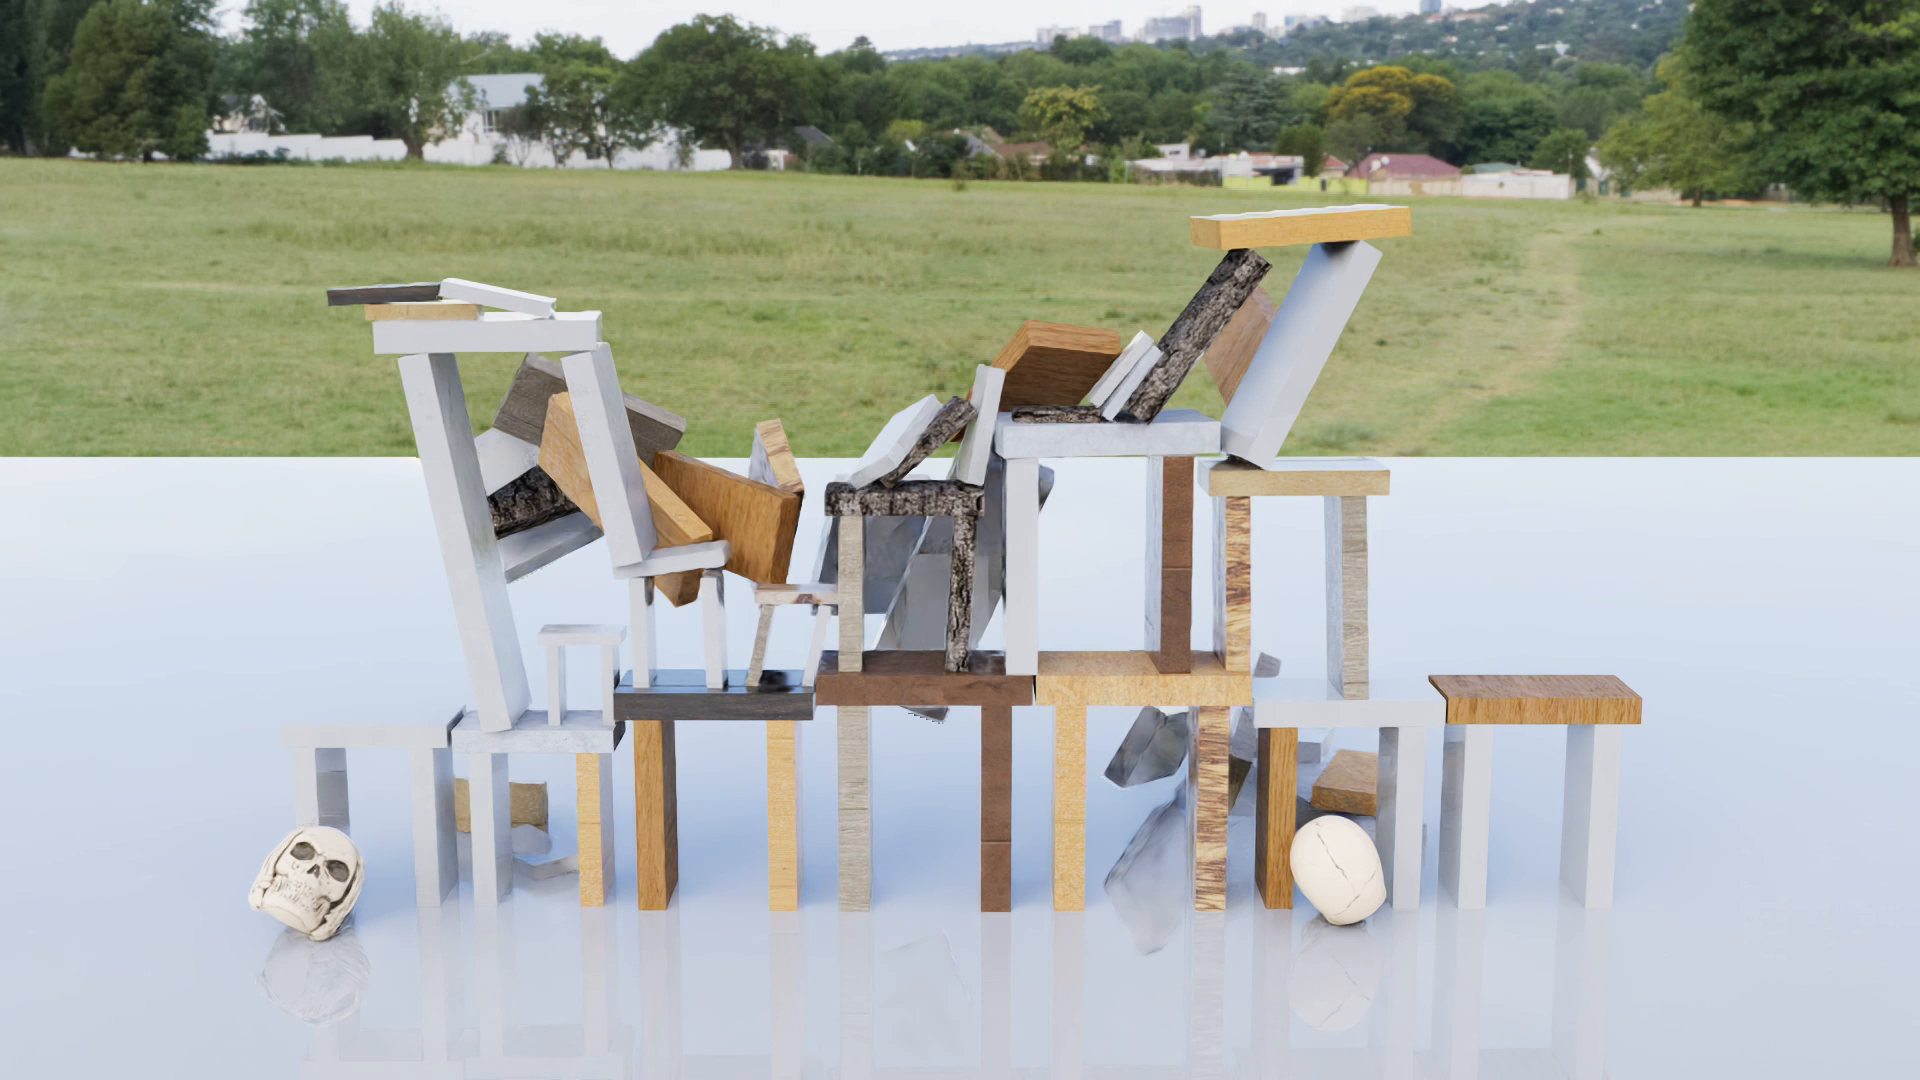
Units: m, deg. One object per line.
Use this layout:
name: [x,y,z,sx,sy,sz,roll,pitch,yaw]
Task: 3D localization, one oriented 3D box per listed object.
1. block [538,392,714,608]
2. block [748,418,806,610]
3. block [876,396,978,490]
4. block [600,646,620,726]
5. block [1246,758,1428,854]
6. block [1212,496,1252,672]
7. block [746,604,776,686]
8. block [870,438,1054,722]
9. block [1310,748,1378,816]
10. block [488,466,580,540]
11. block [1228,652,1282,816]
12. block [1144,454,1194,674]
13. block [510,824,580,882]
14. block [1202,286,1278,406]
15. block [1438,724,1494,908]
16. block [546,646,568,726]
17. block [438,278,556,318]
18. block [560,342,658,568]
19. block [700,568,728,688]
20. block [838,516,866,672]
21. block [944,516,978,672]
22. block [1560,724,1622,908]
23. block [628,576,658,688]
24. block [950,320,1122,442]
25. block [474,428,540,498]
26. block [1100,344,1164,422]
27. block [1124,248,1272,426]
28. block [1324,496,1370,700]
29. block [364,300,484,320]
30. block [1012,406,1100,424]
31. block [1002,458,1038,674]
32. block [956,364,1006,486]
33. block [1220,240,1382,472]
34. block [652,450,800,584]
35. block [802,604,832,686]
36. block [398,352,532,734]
block: [-0.577,-0.073,3.757,0.043,0.152,0.418,-20,51,-40]
block: [-0.335,-0.038,3.860,0.041,0.144,0.418,-13,-26,-18]
block: [-0.061,-0.158,3.543,0.189,0.027,0.095,-41,15,-5]
block: [-0.572,0.230,3.607,0.019,0.134,0.067,0,11,0]
block: [0.665,0.470,4.201,0.145,0.041,0.662,-3,11,-17]
block: [0.443,0.057,3.588,0.041,0.287,0.144,-2,11,-2]
block: [-0.323,0.164,3.586,0.019,0.136,0.068,12,10,-2]
block: [-0.013,0.077,3.862,0.166,0.533,0.047,19,29,-9]
block: [0.751,0.449,4.082,0.145,0.041,0.291,6,10,19]
block: [-0.761,-0.106,4.021,0.288,0.144,0.041,-20,-28,-11]
block: [0.530,0.374,4.138,0.045,0.158,0.416,22,27,6]
block: [0.340,0.026,3.583,0.050,0.352,0.176,-1,11,-3]
block: [-0.746,0.543,3.831,0.099,0.028,0.198,-12,16,-39]
block: [0.509,-0.337,3.889,0.045,0.158,0.317,23,22,-15]
block: [0.837,0.436,3.645,0.044,0.311,0.156,0,11,0]
block: [-0.662,0.230,3.607,0.019,0.134,0.067,0,11,0]
block: [-0.734,-0.386,3.498,0.173,0.024,0.086,11,9,-6]
block: [-0.562,-0.140,3.544,0.048,0.341,0.171,-12,10,3]
block: [-0.399,0.142,3.582,0.025,0.180,0.090,-2,11,1]
block: [-0.175,0.076,3.574,0.036,0.255,0.127,1,11,0]
block: [0.002,0.075,3.573,0.036,0.255,0.127,4,11,0]
block: [1.044,0.436,3.645,0.044,0.311,0.156,0,11,0]
block: [-0.516,0.142,3.585,0.025,0.180,0.090,-1,11,1]
block: [0.122,-0.257,3.703,0.167,0.047,0.333,4,-27,-23]
block: [-0.807,-0.164,3.956,0.198,0.099,0.028,-35,4,-13]
block: [0.271,-0.253,3.511,0.020,0.138,0.069,37,7,-8]
block: [0.370,-0.329,3.499,0.044,0.313,0.157,37,7,-8]
block: [0.629,0.081,3.577,0.041,0.330,0.144,-3,11,-1]
block: [-0.850,-0.366,3.495,0.173,0.024,0.086,-1,11,-5]
block: [0.153,-0.201,3.511,0.138,0.020,0.069,0,11,-2]
block: [0.097,0.027,3.571,0.050,0.351,0.176,0,11,-1]
block: [0.033,-0.186,3.544,0.027,0.189,0.095,10,5,-12]
block: [0.535,-0.303,3.528,0.044,0.387,0.157,27,2,-19]
block: [-0.404,-0.038,3.697,0.303,0.152,0.043,20,16,36]
block: [-0.231,0.164,3.585,0.019,0.136,0.068,13,10,-2]
block: [-0.798,-0.005,3.563,0.048,0.614,0.171,-10,10,2]
